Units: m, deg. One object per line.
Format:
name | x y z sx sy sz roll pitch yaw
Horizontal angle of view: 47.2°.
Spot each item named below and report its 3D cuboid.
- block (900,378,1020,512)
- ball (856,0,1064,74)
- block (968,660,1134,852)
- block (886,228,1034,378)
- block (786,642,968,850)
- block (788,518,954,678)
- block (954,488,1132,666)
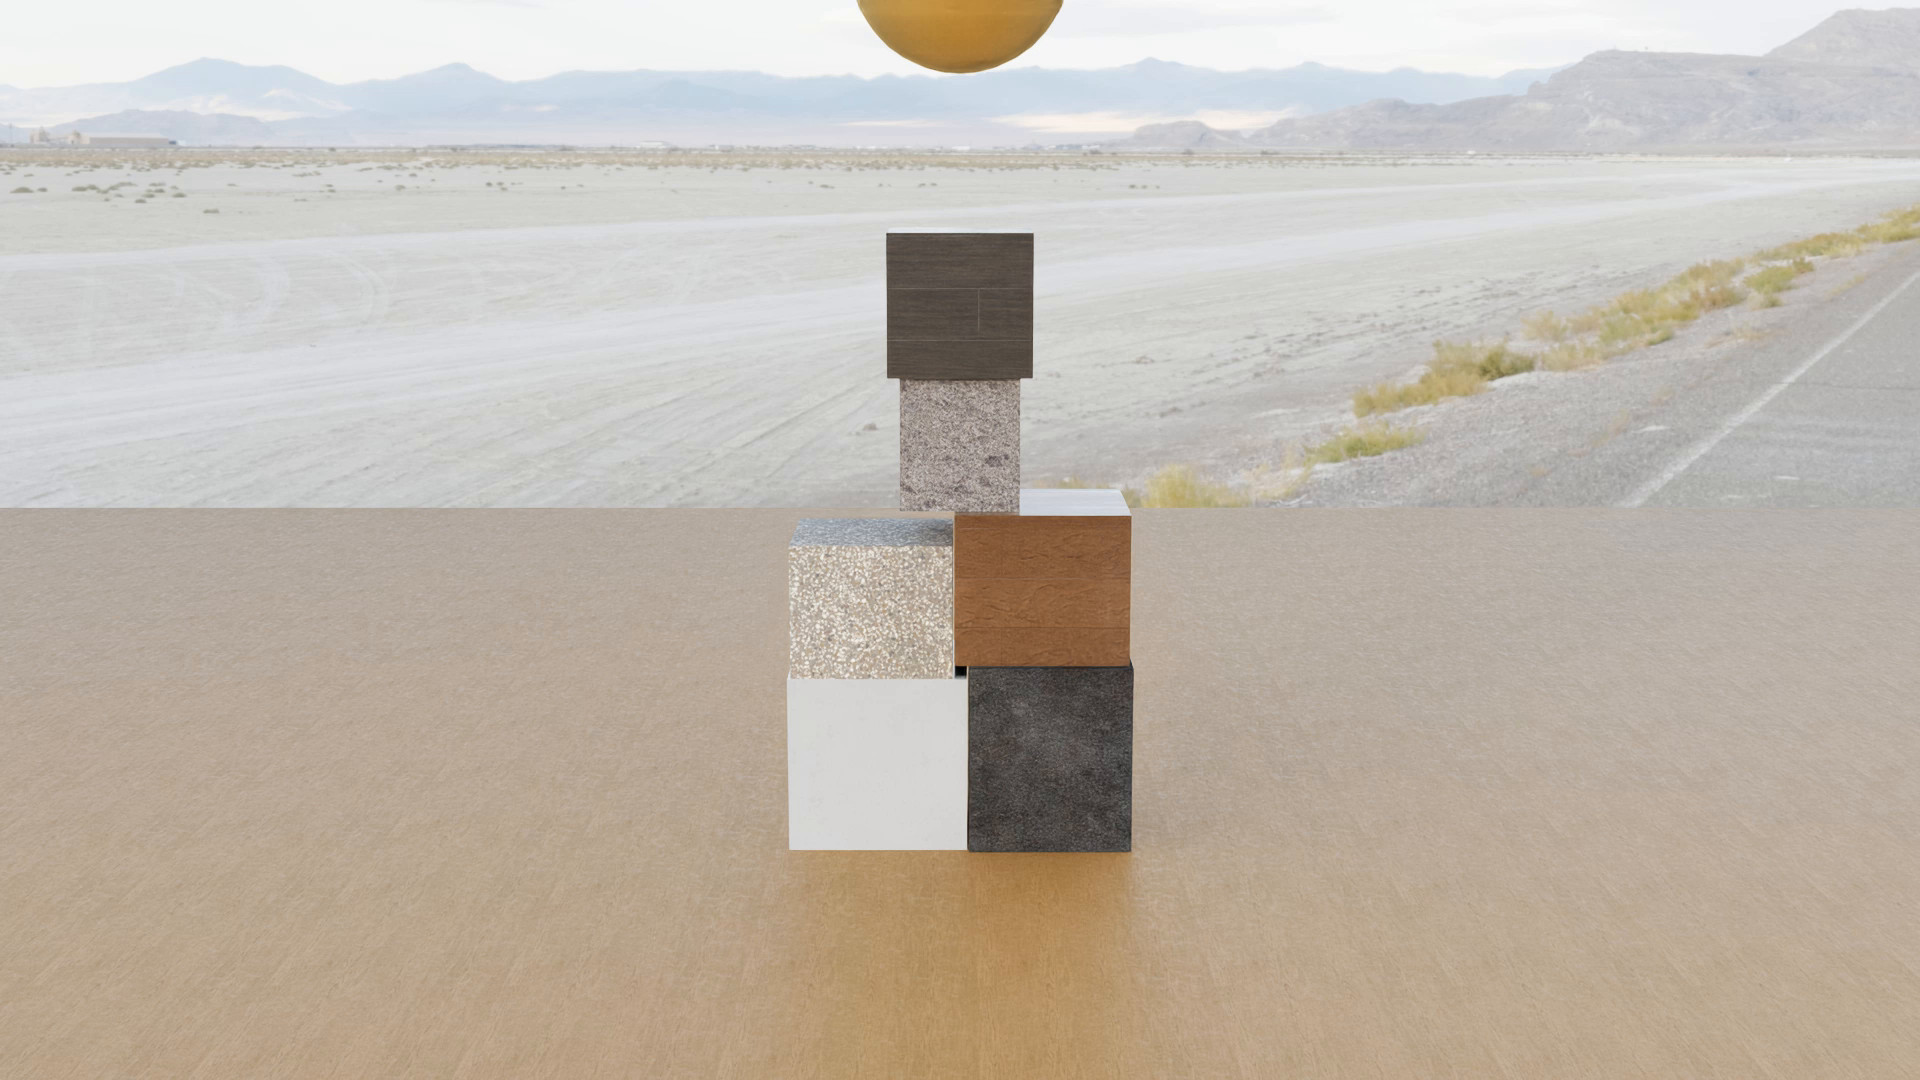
block | 0.000 -0.520 11.083 0.591 0.664 0.578 0 10 0
ball | 0.000 -4.136 15.668 1.600 1.600 1.600 0 10 0
block | 0.450 1.012 11.370 0.809 0.940 0.956 0 10 0
block | 0.000 -1.190 10.951 0.709 0.701 0.672 0 10 0
block | -0.410 1.043 11.377 0.891 0.877 0.881 0 10 0
block | -0.438 0.287 11.213 0.801 0.668 0.802 0 10 0
block | 0.406 0.178 11.217 0.866 0.757 0.832 0 10 0
